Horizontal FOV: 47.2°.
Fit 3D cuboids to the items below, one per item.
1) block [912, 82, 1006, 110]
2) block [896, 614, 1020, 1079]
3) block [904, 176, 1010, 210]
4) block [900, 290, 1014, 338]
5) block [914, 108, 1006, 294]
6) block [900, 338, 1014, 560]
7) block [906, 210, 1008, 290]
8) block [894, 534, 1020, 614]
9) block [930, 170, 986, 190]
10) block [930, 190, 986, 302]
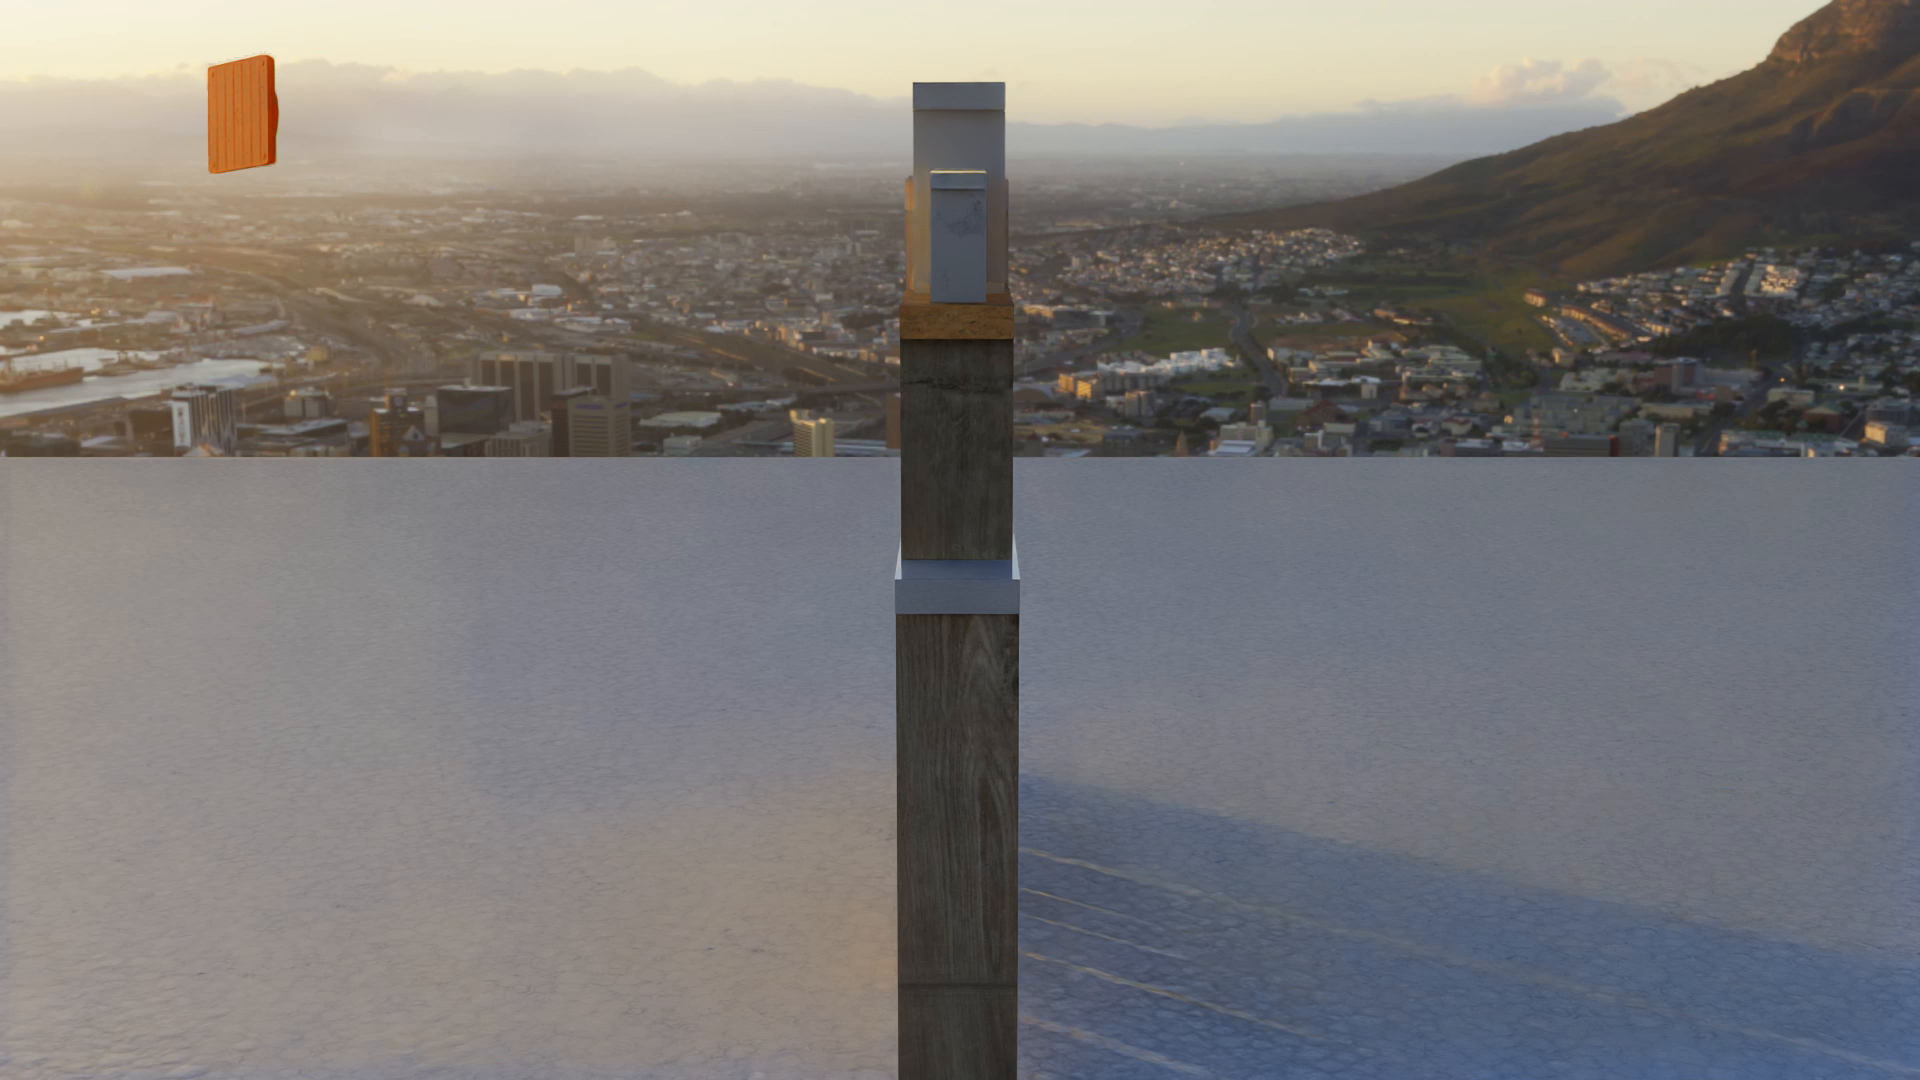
[{"bbox_3d":[-0.003,-0.617,3.064,0.124,0.035,0.248,0,10,-1],"label":"block"},{"bbox_3d":[-0.003,0.405,2.874,0.157,0.654,0.044,0,11,0],"label":"block"},{"bbox_3d":[-0.005,-0.532,3.364,0.152,0.043,0.304,0,11,0],"label":"block"},{"bbox_3d":[-0.004,-0.303,2.941,0.146,0.041,0.292,0,10,0],"label":"block"},{"bbox_3d":[-0.001,-0.463,3.007,0.124,0.248,0.035,0,10,0],"label":"block"},{"bbox_3d":[-0.004,-0.122,2.876,0.146,0.292,0.041,0,10,0],"label":"block"},{"bbox_3d":[-0.004,-0.343,3.296,0.152,0.304,0.043,0,11,0],"label":"block"},{"bbox_3d":[-0.003,0.042,2.914,0.157,0.044,0.314,0,11,0],"label":"block"},{"bbox_3d":[-0.002,-0.473,2.885,0.073,0.021,0.146,0,10,0],"label":"block"},{"bbox_3d":[-0.002,-0.382,2.853,0.073,0.146,0.021,0,10,0],"label":"block"}]
